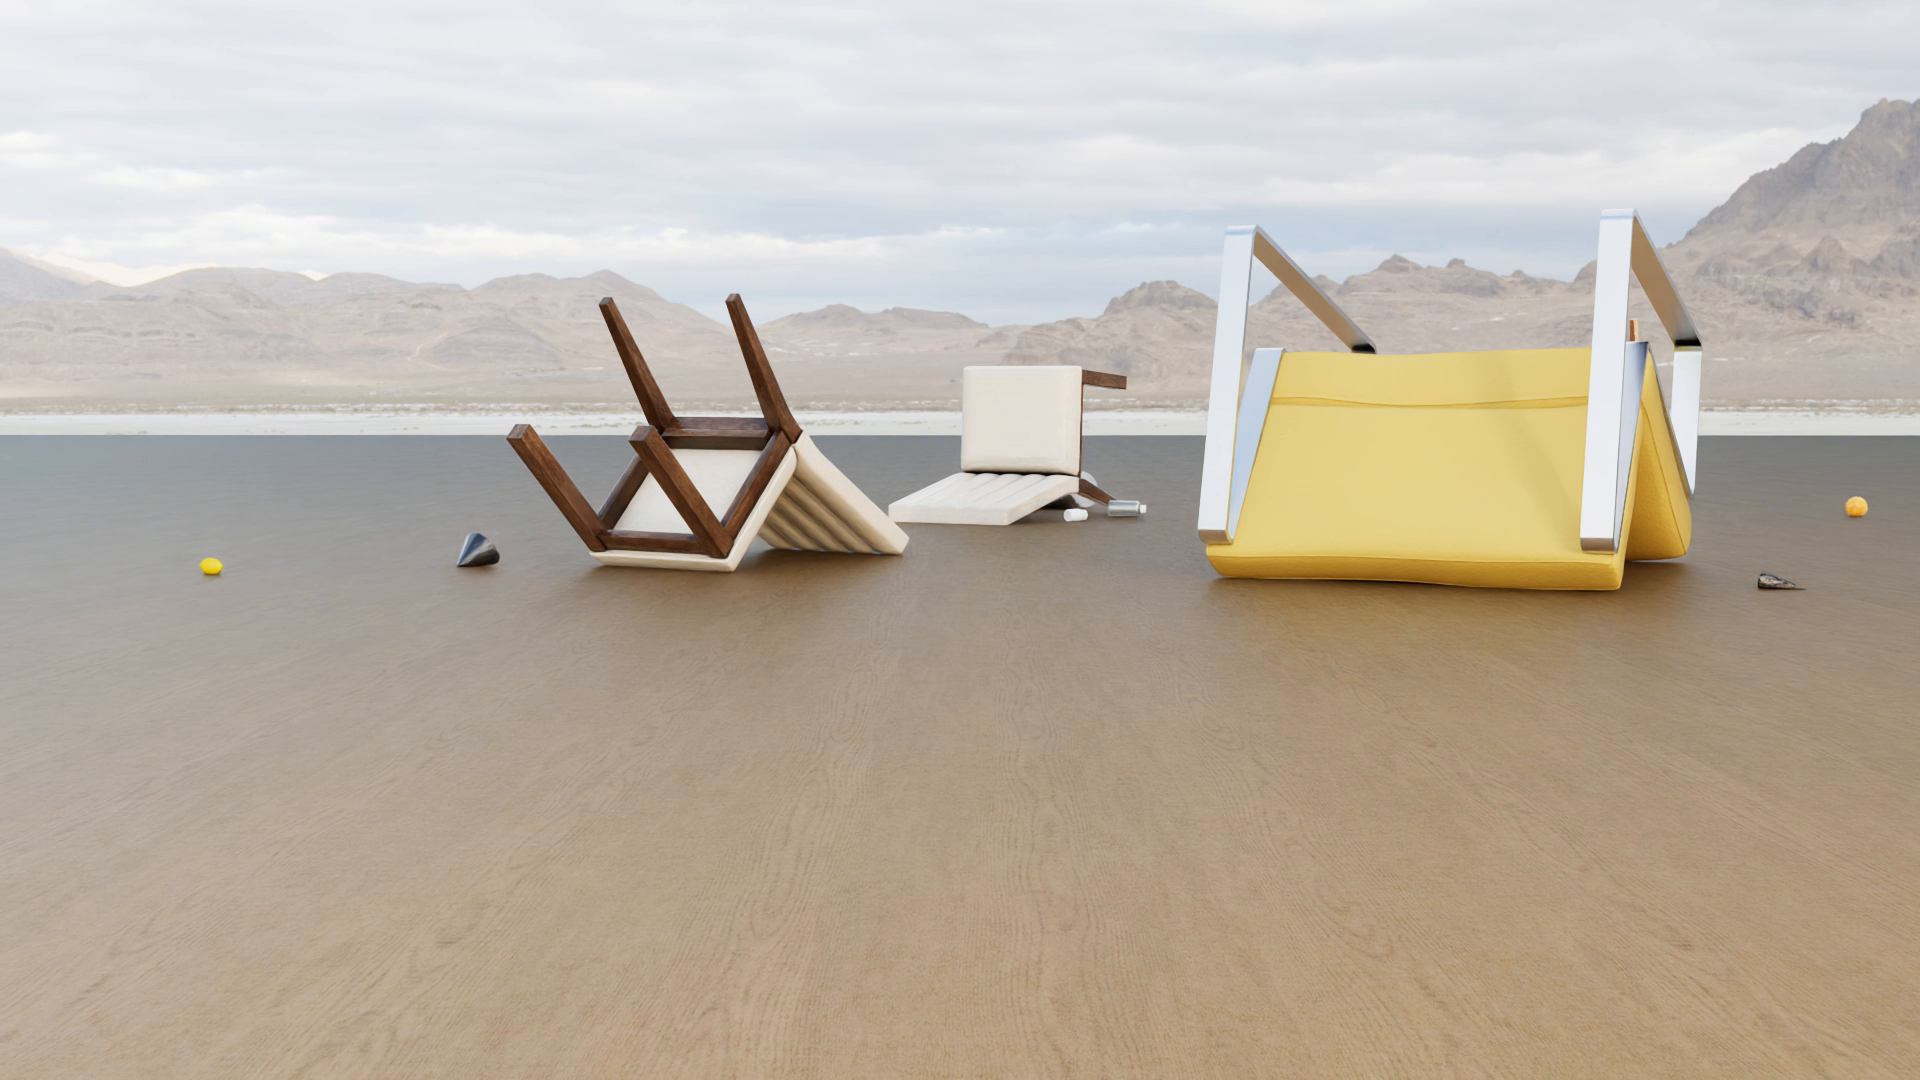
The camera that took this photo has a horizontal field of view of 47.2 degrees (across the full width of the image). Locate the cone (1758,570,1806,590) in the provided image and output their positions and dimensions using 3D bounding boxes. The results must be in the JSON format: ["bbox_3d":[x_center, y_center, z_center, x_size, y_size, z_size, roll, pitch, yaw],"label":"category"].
[{"bbox_3d":[1.856,0.100,4.947,0.101,0.039,0.103,15,10,29],"label":"cone"}]

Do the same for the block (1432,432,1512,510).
[{"bbox_3d":[1.944,-0.266,8.352,0.283,0.283,0.270,1,4,13],"label":"block"}]

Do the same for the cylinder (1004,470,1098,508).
[{"bbox_3d":[0.350,-0.196,8.408,0.279,0.131,0.250,2,-6,29],"label":"cylinder"}]

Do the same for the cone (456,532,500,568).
[{"bbox_3d":[-1.243,0.045,5.575,0.120,0.094,0.093,11,38,36],"label":"cone"}]
